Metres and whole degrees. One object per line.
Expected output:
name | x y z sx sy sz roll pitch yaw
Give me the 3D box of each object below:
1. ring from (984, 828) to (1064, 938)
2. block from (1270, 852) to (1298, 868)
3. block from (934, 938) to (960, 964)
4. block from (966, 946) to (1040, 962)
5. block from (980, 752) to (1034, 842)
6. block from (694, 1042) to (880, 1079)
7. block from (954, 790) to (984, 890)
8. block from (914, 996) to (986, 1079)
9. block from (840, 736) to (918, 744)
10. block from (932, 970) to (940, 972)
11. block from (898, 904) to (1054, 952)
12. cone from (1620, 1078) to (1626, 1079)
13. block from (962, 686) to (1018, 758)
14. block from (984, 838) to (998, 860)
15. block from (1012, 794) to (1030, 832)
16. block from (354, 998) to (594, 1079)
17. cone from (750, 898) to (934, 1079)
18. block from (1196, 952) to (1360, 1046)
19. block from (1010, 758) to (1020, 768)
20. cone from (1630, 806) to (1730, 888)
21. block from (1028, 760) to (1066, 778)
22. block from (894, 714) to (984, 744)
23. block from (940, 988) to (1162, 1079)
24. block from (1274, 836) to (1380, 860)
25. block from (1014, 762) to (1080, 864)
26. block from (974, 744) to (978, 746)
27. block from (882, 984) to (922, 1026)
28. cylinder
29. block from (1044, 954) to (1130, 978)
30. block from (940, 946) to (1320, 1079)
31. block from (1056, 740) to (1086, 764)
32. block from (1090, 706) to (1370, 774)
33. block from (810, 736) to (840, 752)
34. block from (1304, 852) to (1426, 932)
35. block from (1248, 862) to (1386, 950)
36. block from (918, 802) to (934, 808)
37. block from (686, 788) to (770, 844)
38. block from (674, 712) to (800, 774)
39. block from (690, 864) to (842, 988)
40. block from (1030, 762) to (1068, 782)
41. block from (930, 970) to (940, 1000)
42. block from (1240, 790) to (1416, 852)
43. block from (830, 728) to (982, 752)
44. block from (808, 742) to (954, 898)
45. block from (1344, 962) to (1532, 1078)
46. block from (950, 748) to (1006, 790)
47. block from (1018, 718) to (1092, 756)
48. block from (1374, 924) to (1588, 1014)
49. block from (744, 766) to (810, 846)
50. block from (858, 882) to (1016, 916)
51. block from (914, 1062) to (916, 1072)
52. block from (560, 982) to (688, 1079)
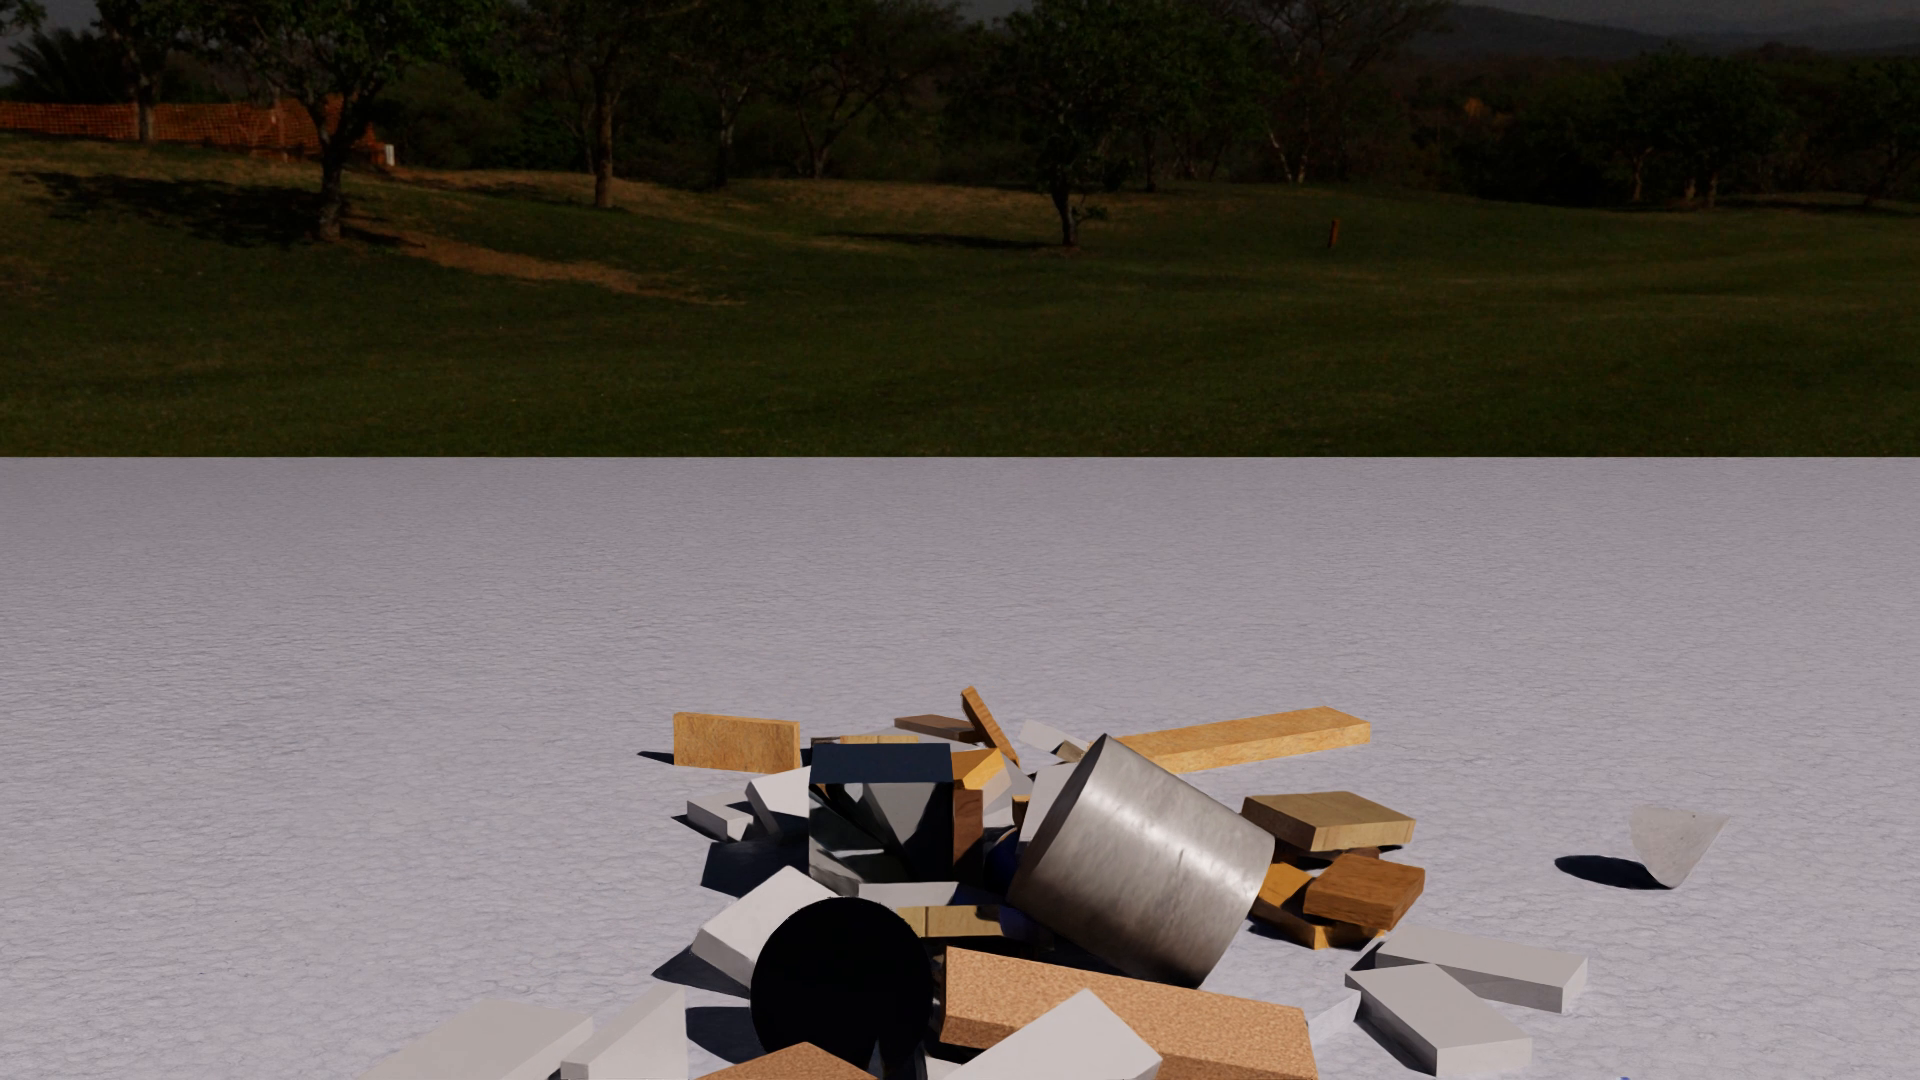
ring | 0.229 0.543 3.579 0.384 0.128 0.384 -1 11 0
block | 0.467 0.544 3.833 0.218 0.031 0.109 -2 11 -9
block | 0.074 0.633 3.087 0.221 0.031 0.110 23 -9 43
block | 0.053 0.620 3.275 0.074 0.021 0.148 7 -15 -24
block | 0.044 0.454 3.874 0.153 0.043 0.312 -21 12 -9
block | -0.181 0.682 2.614 0.171 0.048 0.342 -13 8 -29
block | 0.015 0.491 3.472 0.043 0.152 0.303 0 -15 1
block | 0.007 0.699 2.889 0.125 0.035 0.426 16 9 -7
block | -0.139 0.438 3.840 0.133 0.266 0.038 0 47 -2
block | 0.013 0.644 3.221 0.117 0.017 0.059 -3 10 -17
block | 0.028 0.572 3.229 0.151 0.043 0.301 -4 -15 17
cone | 0.642 0.759 2.422 0.272 0.272 0.272 -25 -5 34
block | 0.059 0.378 4.317 0.025 0.175 0.088 -28 -27 -12
block | -0.007 0.537 3.870 0.222 0.031 0.109 -6 12 -31
block | 0.177 0.471 3.522 0.142 0.040 0.284 -2 13 -8
block | -0.654 0.705 2.916 0.174 0.049 0.348 4 11 22
cone | -0.130 0.643 3.068 0.256 0.256 0.256 3 -16 15
block | 0.419 0.659 3.188 0.284 0.040 0.142 9 14 39
block | 0.031 0.454 4.136 0.104 0.029 0.207 -7 7 21
cone | 1.226 0.486 3.671 0.147 0.147 0.147 -12 -18 -48
block | 0.167 0.470 4.011 0.140 0.040 0.281 -21 8 -6
block | -0.030 0.389 4.530 0.088 0.025 0.347 -5 2 -23
block | 0.109 0.672 2.733 0.275 0.039 0.137 -22 50 -40
block | 0.605 0.520 3.820 0.222 0.031 0.111 10 9 -16
block | 0.171 0.428 3.430 0.129 0.036 0.257 -9 23 15
block | 0.036 0.439 4.324 0.065 0.018 0.130 37 12 3
block | -0.063 0.673 3.175 0.059 0.017 0.117 -5 12 -24
cylinder | 0.254 0.465 3.115 0.277 0.277 0.277 31 12 0
block | 0.230 0.657 3.103 0.133 0.038 0.266 14 4 -24
block | 0.220 0.641 2.910 0.494 0.043 0.152 11 24 -5
block | 0.276 0.424 3.905 0.222 0.031 0.111 30 -2 6
block | 0.556 0.414 4.499 0.593 0.043 0.152 -6 12 -28
block | -0.242 0.437 4.413 0.103 0.029 0.207 -1 11 -7
block | 0.649 0.560 3.514 0.137 0.039 0.275 9 8 21
block | 0.548 0.590 3.562 0.137 0.039 0.275 -5 12 -27
block | -0.027 0.484 4.171 0.175 0.025 0.088 8 13 36
block | -0.333 0.494 4.067 0.304 0.043 0.152 -7 13 -34
block | -0.445 0.406 4.378 0.259 0.103 0.029 3 11 17
block | -0.272 0.597 3.352 0.151 0.043 0.301 29 19 14
block | 0.118 0.460 3.911 0.218 0.031 0.109 -22 12 -12
block | 0.013 0.640 3.061 0.074 0.021 0.148 13 6 -38
block | 0.643 0.488 3.833 0.307 0.043 0.153 4 12 -46
block | -0.106 0.415 4.241 0.152 0.043 0.304 -9 8 -34
block | -0.129 0.479 3.634 0.231 0.231 0.231 0 11 -2
block | 0.670 0.674 3.106 0.142 0.040 0.284 -3 11 -15
block | -0.060 0.428 3.956 0.257 0.036 0.129 -10 15 36
block | 0.258 0.406 4.043 0.303 0.043 0.152 22 -5 5
block | 0.780 0.639 3.294 0.281 0.040 0.140 6 12 29
block | -0.249 0.471 4.006 0.257 0.036 0.129 -10 50 -37
block | -0.028 0.558 3.345 0.151 0.043 0.301 -5 -16 19
block | -0.034 0.700 3.029 0.058 0.017 0.117 0 11 -1
block | -0.426 0.680 2.817 0.038 0.133 0.266 2 11 19
